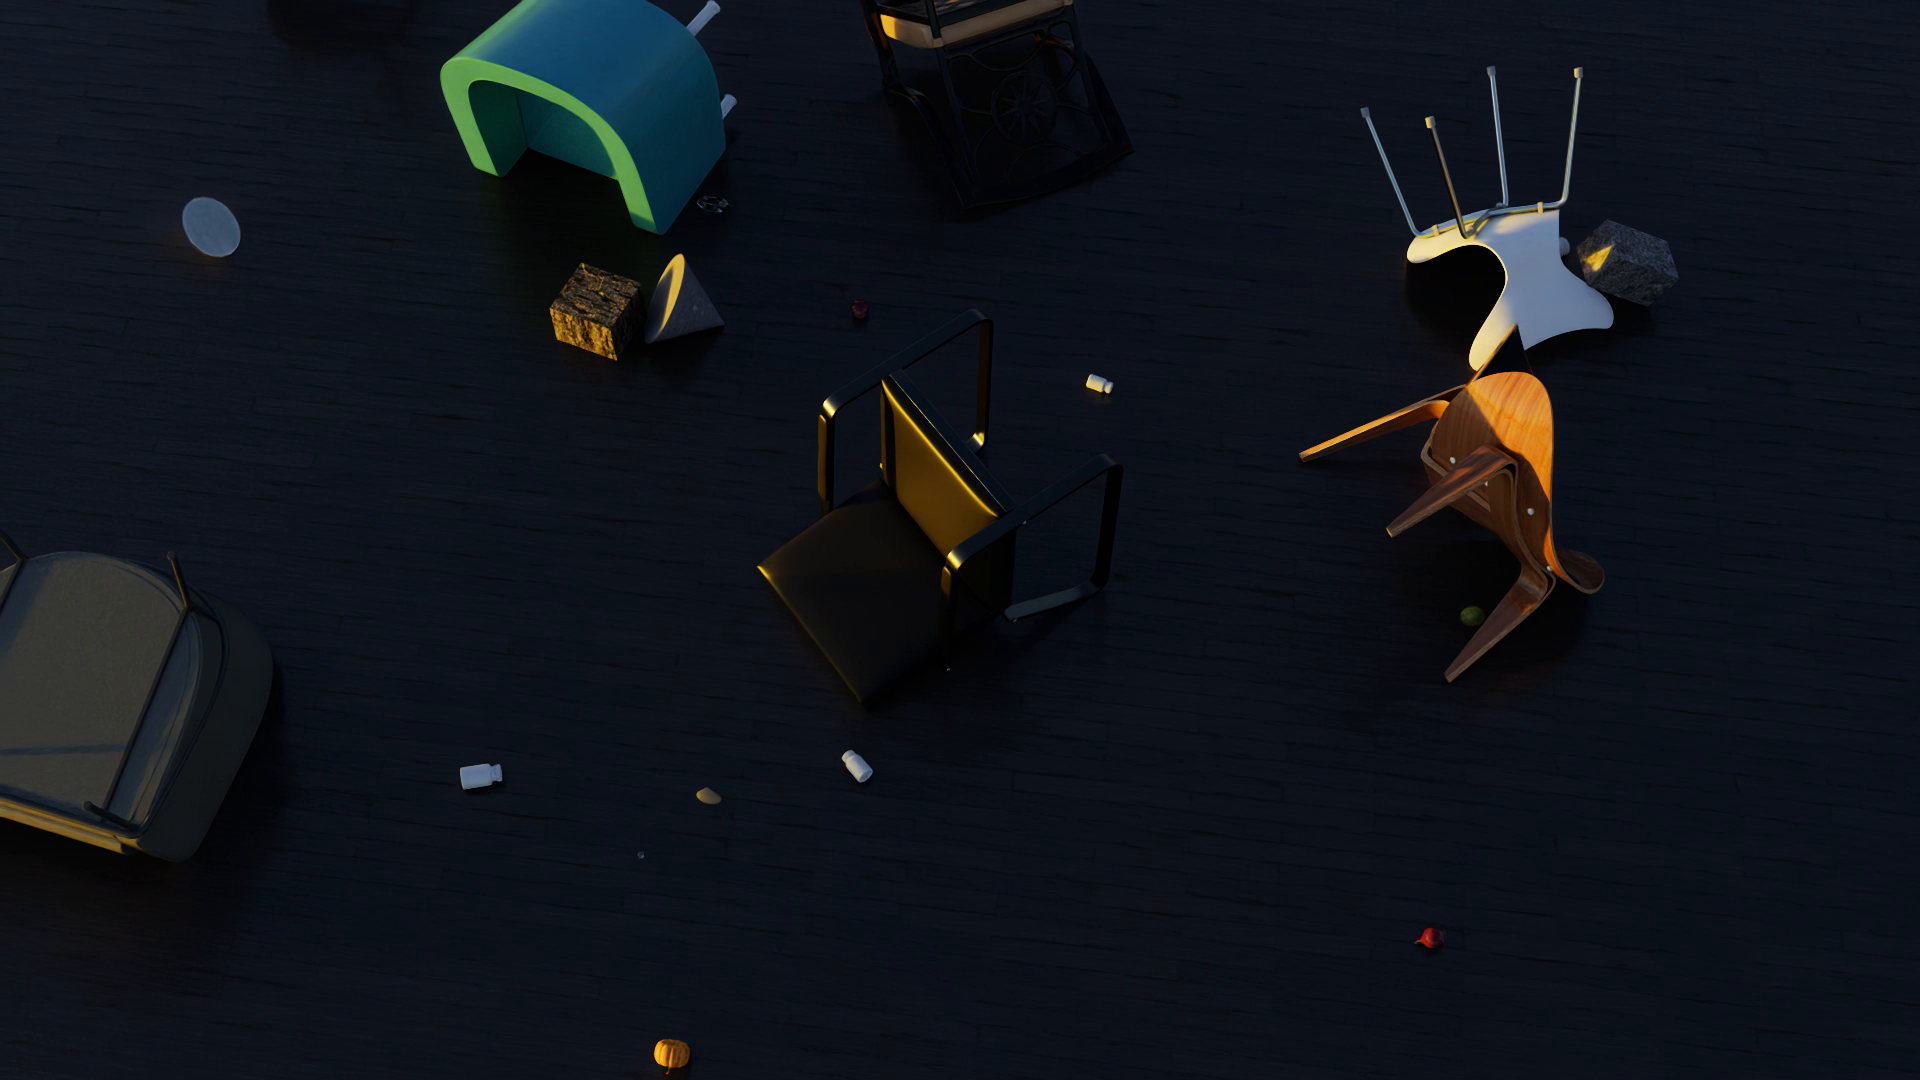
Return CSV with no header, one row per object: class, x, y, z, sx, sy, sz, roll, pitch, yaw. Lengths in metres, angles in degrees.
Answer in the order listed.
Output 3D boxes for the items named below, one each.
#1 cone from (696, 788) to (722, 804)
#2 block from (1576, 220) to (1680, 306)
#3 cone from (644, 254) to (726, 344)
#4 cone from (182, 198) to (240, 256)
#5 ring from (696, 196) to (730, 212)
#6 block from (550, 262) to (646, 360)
cone,-0.695,0.696,6.071,0.074,0.060,0.042,17,58,11
block,2.130,-0.883,7.016,0.255,0.146,0.162,14,52,-25
cone,-0.843,-0.725,6.991,0.219,0.273,0.314,22,60,-24
cone,-2.481,-1.009,7.204,0.117,0.208,0.193,-15,35,42
ring,-0.820,-1.117,7.301,0.113,0.039,0.049,11,54,8
block,-1.144,-0.725,6.967,0.216,0.155,0.204,20,58,13
